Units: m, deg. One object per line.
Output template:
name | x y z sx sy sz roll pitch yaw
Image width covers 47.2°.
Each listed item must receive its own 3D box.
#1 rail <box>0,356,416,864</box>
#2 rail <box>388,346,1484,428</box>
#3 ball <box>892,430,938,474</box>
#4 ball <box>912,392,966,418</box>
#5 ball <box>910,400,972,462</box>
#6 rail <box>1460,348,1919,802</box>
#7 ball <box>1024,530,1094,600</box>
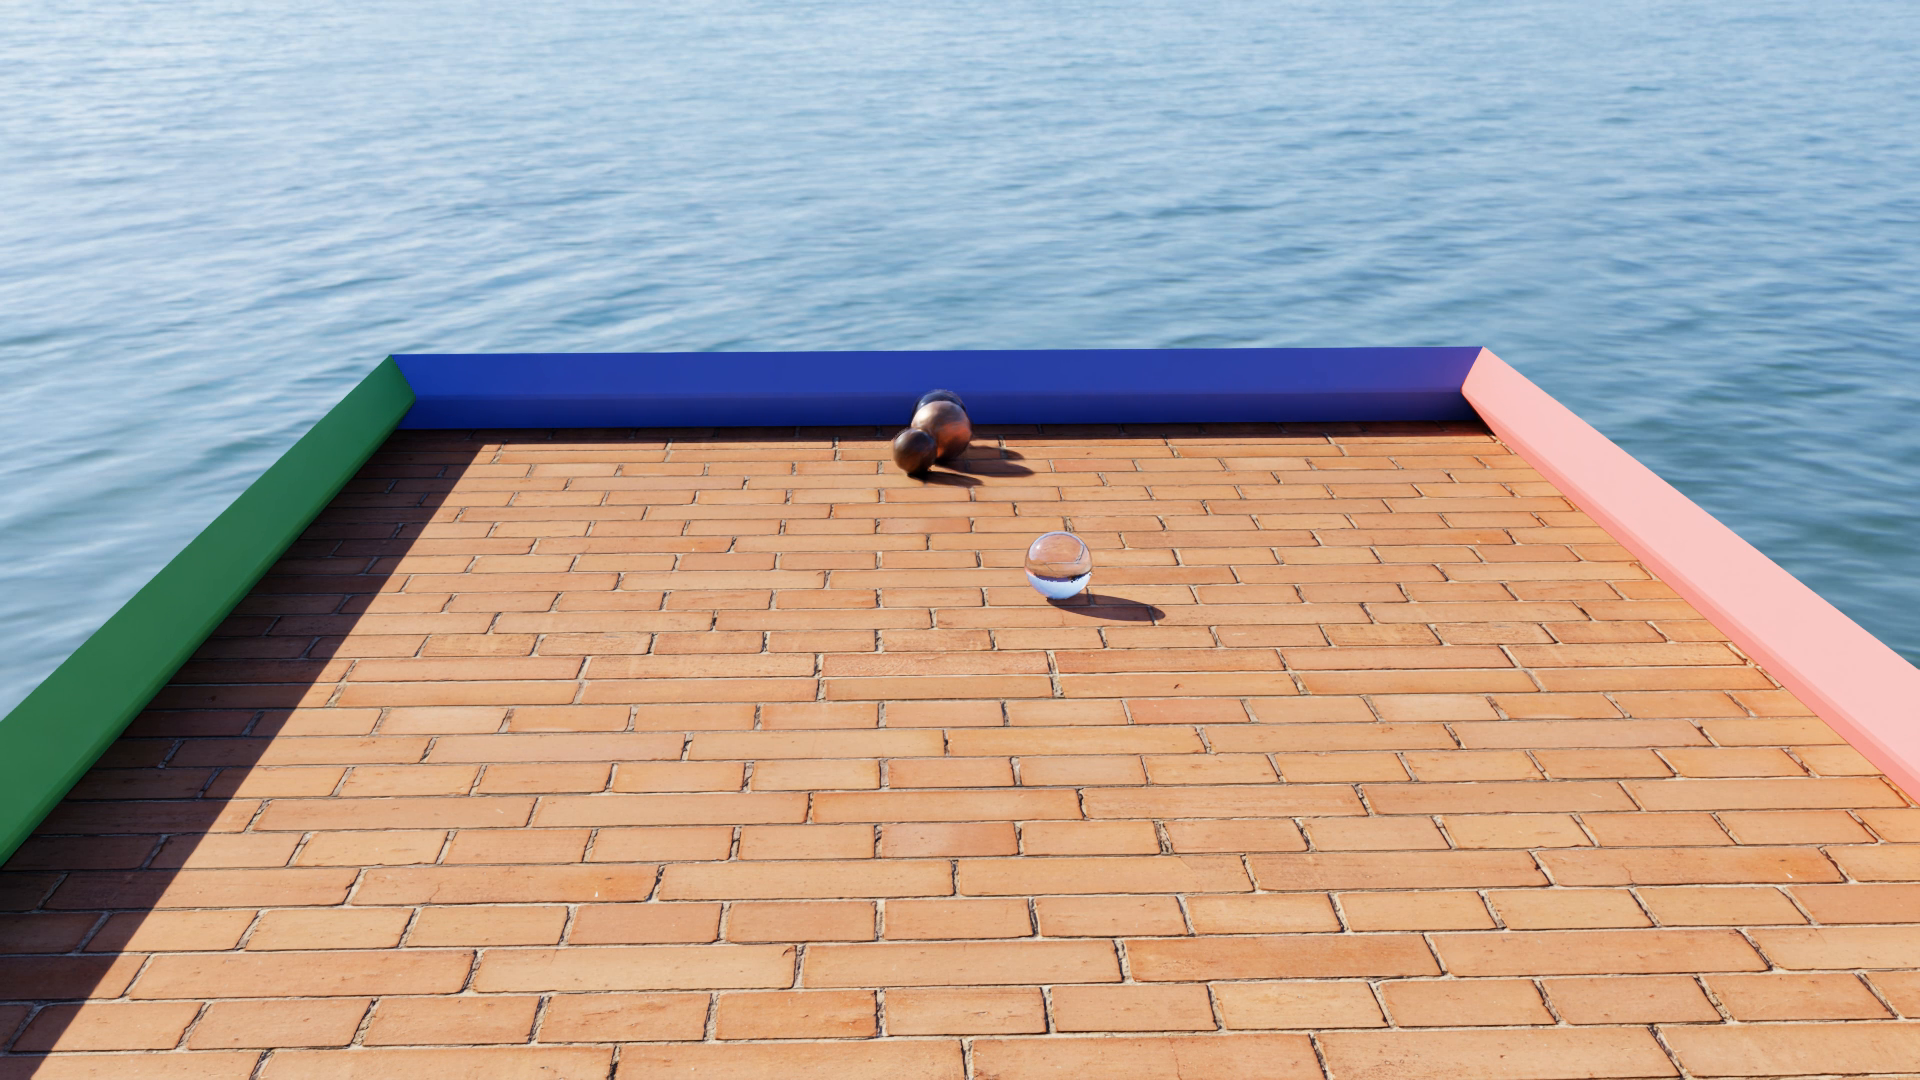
rail | -0.795 0.214 1.879 0.045 0.116 3.154 -1 16 -2
rail | -0.028 -0.231 3.397 1.696 0.116 0.045 -1 16 -2
ball | -0.064 -0.125 3.131 0.065 0.065 0.065 0 16 0
ball | -0.031 -0.180 3.285 0.084 0.084 0.084 0 16 0
ball | -0.027 -0.159 3.201 0.089 0.089 0.089 0 16 0
rail | 0.852 0.197 1.936 0.045 0.116 3.154 -1 16 -2
ball | 0.115 0.029 2.575 0.081 0.081 0.081 0 16 0
